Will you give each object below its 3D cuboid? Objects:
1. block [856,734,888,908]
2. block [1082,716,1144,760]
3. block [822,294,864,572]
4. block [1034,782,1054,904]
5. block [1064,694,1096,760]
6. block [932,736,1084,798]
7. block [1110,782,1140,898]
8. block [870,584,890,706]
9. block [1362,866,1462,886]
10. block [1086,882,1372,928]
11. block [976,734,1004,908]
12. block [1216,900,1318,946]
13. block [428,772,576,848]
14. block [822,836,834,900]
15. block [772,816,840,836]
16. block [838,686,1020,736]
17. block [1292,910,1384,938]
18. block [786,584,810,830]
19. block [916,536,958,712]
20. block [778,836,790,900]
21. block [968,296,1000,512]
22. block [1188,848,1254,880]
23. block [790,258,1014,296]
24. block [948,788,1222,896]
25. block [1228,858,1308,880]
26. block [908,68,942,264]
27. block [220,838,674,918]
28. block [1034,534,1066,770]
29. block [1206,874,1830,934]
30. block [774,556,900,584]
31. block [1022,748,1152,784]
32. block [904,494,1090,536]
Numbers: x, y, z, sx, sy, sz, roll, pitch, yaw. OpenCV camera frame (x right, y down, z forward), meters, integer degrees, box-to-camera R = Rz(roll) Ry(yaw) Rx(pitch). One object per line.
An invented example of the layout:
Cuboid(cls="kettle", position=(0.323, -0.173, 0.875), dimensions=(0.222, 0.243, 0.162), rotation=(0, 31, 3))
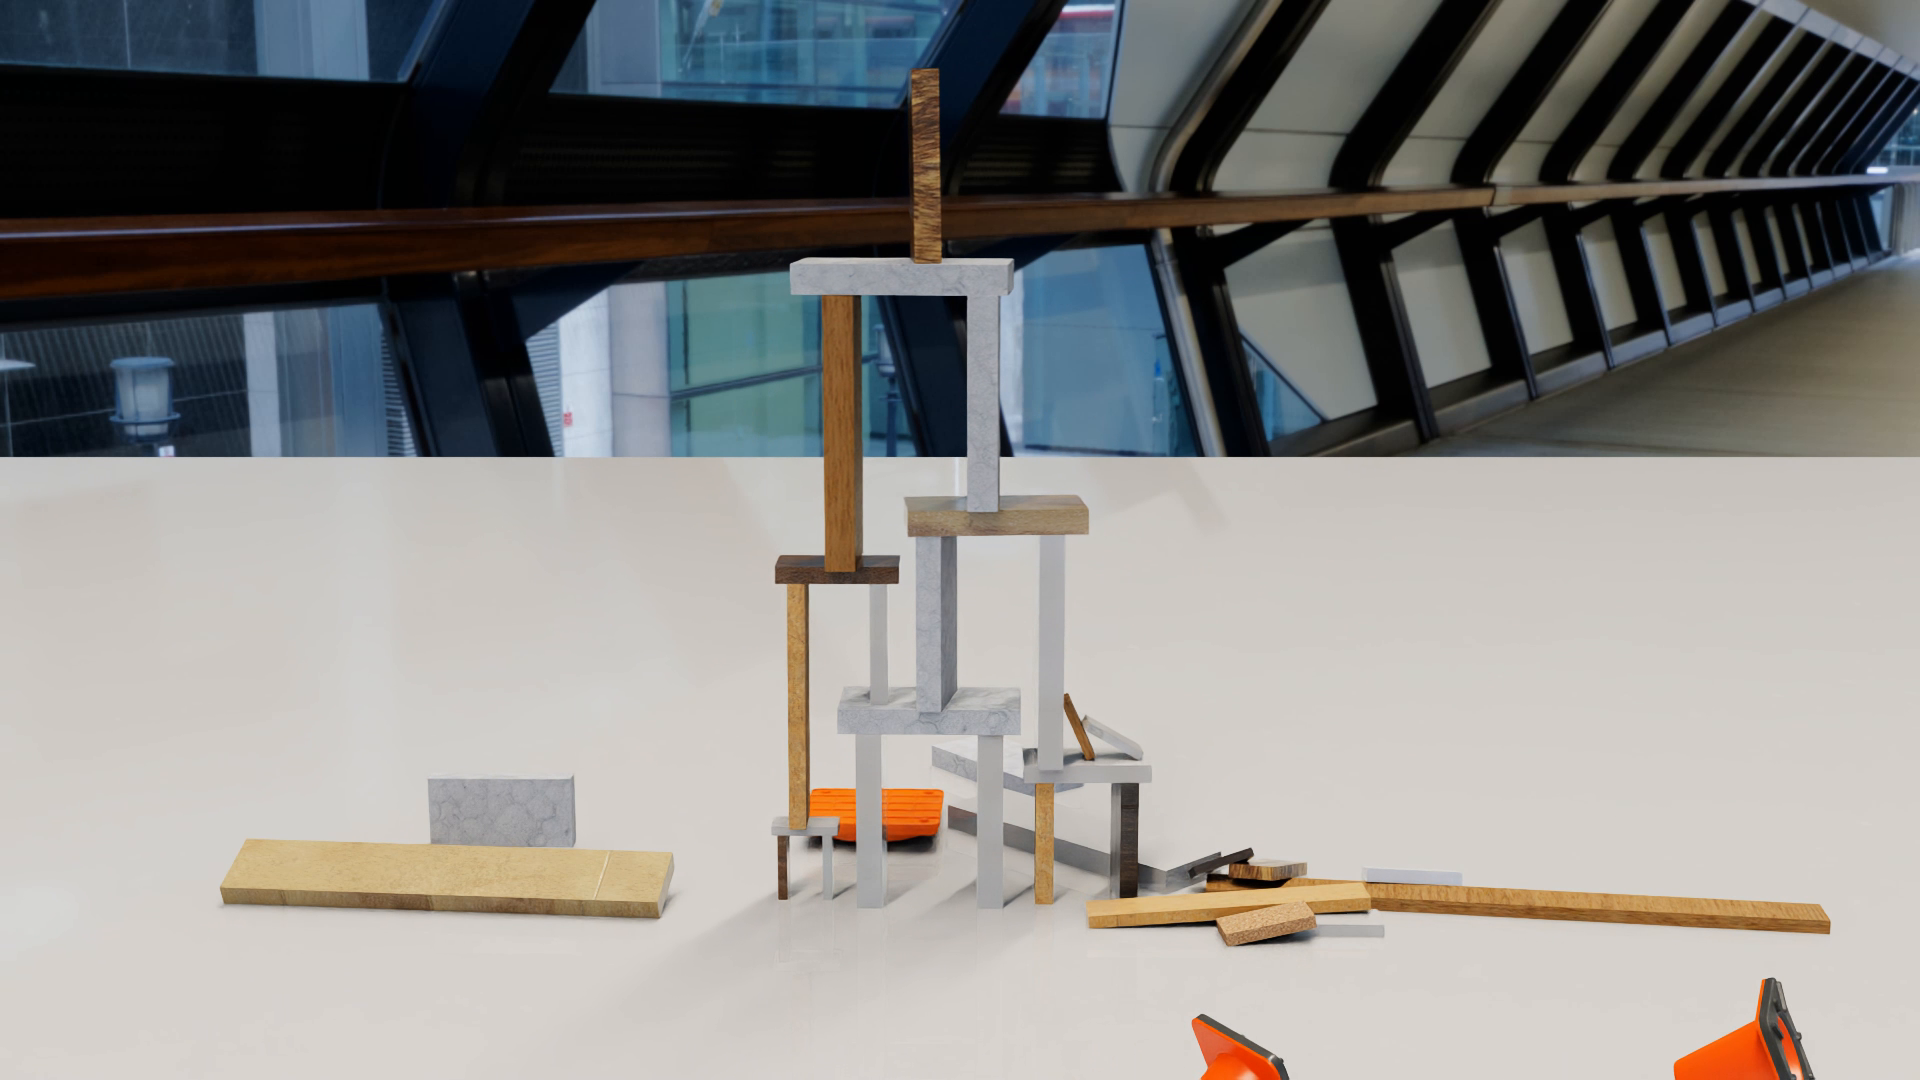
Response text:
Cuboid(cls="block", position=(-0.146, 0.445, 3.644), dimensions=(0.042, 0.295, 0.148), rotation=(0, 11, 1))
Cuboid(cls="block", position=(0.251, 0.325, 3.617), dimensions=(0.104, 0.015, 0.052), rotation=(29, 7, -9))
Cuboid(cls="block", position=(-0.187, -0.180, 3.529), dimensions=(0.048, 0.437, 0.169), rotation=(0, 11, 2))
Cuboid(cls="block", position=(0.140, 0.488, 3.650), dimensions=(0.029, 0.208, 0.104), rotation=(0, 11, 1))
Cuboid(cls="block", position=(0.193, 0.307, 3.617), dimensions=(0.015, 0.104, 0.052), rotation=(-24, 10, 4))
Cuboid(cls="block", position=(0.092, 0.445, 4.336), dimensions=(0.148, 0.042, 0.295), rotation=(-8, 13, -37))
Cuboid(cls="block", position=(0.272, 0.488, 3.647), dimensions=(0.029, 0.208, 0.104), rotation=(-1, 11, -5))
Cuboid(cls="block", position=(-0.131, 0.161, 3.591), dimensions=(0.028, 0.199, 0.099), rotation=(0, 11, 0))
Cuboid(cls="block", position=(0.757, 0.563, 3.686), dimensions=(0.157, 0.022, 0.078), rotation=(2, -6, 4))
Cuboid(cls="block", position=(0.430, 0.589, 3.543), dimensions=(0.451, 0.020, 0.072), rotation=(-4, 10, -1))
Cuboid(cls="block", position=(0.049, 0.444, 3.645), dimensions=(0.042, 0.295, 0.148), rotation=(0, 11, 0))
Cuboid(cls="block", position=(0.483, 0.604, 3.468), dimensions=(0.144, 0.020, 0.072), rotation=(-11, 11, -4))
Cuboid(cls="block", position=(-0.791, 0.467, 3.804), dimensions=(0.246, 0.123, 0.035), rotation=(0, 11, 1))
Cuboid(cls="block", position=(-0.219, 0.537, 3.655), dimensions=(0.016, 0.110, 0.055), rotation=(0, 11, -1))
Cuboid(cls="block", position=(-0.255, 0.474, 3.648), dimensions=(0.110, 0.016, 0.055), rotation=(0, 11, 1))
Cuboid(cls="block", position=(-0.048, 0.279, 3.610), dimensions=(0.295, 0.042, 0.148), rotation=(0, 11, 1))
Cuboid(cls="block", position=(0.599, 0.610, 3.506), dimensions=(0.144, 0.020, 0.072), rotation=(0, 11, 1))
Cuboid(cls="block", position=(-0.265, 0.264, 3.616), dimensions=(0.028, 0.411, 0.099), rotation=(0, 11, 0))
Cuboid(cls="block", position=(-0.037, 0.121, 3.563), dimensions=(0.041, 0.286, 0.143), rotation=(2, 11, 10))
Cuboid(cls="block", position=(-0.293, 0.537, 3.656), dimensions=(0.016, 0.110, 0.055), rotation=(0, 11, 1))
Cuboid(cls="block", position=(0.038, -0.225, 3.499), dimensions=(0.048, 0.338, 0.169), rotation=(0, 11, 2))
Cuboid(cls="block", position=(0.437, 0.541, 3.679), dimensions=(0.104, 0.015, 0.052), rotation=(-17, -15, -9))
Cuboid(cls="block", position=(-0.088, -0.417, 3.475), dimensions=(0.338, 0.048, 0.169), rotation=(1, 11, 4))
Cuboid(cls="block", position=(0.212, 0.528, 3.889), dimensions=(0.148, 0.042, 0.516), rotation=(-10, 15, -44))
Cuboid(cls="block", position=(0.518, 0.553, 3.691), dimensions=(0.078, 0.022, 0.157), rotation=(0, -4, 30))
Cuboid(cls="block", position=(-0.056, -0.586, 3.447), dimensions=(0.042, 0.295, 0.148), rotation=(-1, 11, -4))
Cuboid(cls="block", position=(-0.844, 0.557, 3.630), dimensions=(0.731, 0.035, 0.123), rotation=(1, 33, 5))
Cuboid(cls="block", position=(0.145, 0.168, 3.582), dimensions=(0.041, 0.386, 0.143), rotation=(0, 11, -1))
Cuboid(cls="block", position=(0.897, 0.593, 3.593), dimensions=(0.985, 0.022, 0.078), rotation=(2, 11, 9))
Cuboid(cls="block", position=(-0.198, 0.048, 3.575), dimensions=(0.199, 0.028, 0.099), rotation=(0, 11, 0))
Cuboid(cls="block", position=(0.208, 0.371, 3.627), dimensions=(0.208, 0.029, 0.104), rotation=(0, 11, 0))
Cuboid(cls="block", position=(0.056, -0.040, 3.536), dimensions=(0.286, 0.041, 0.143), rotation=(-1, 11, -4))
